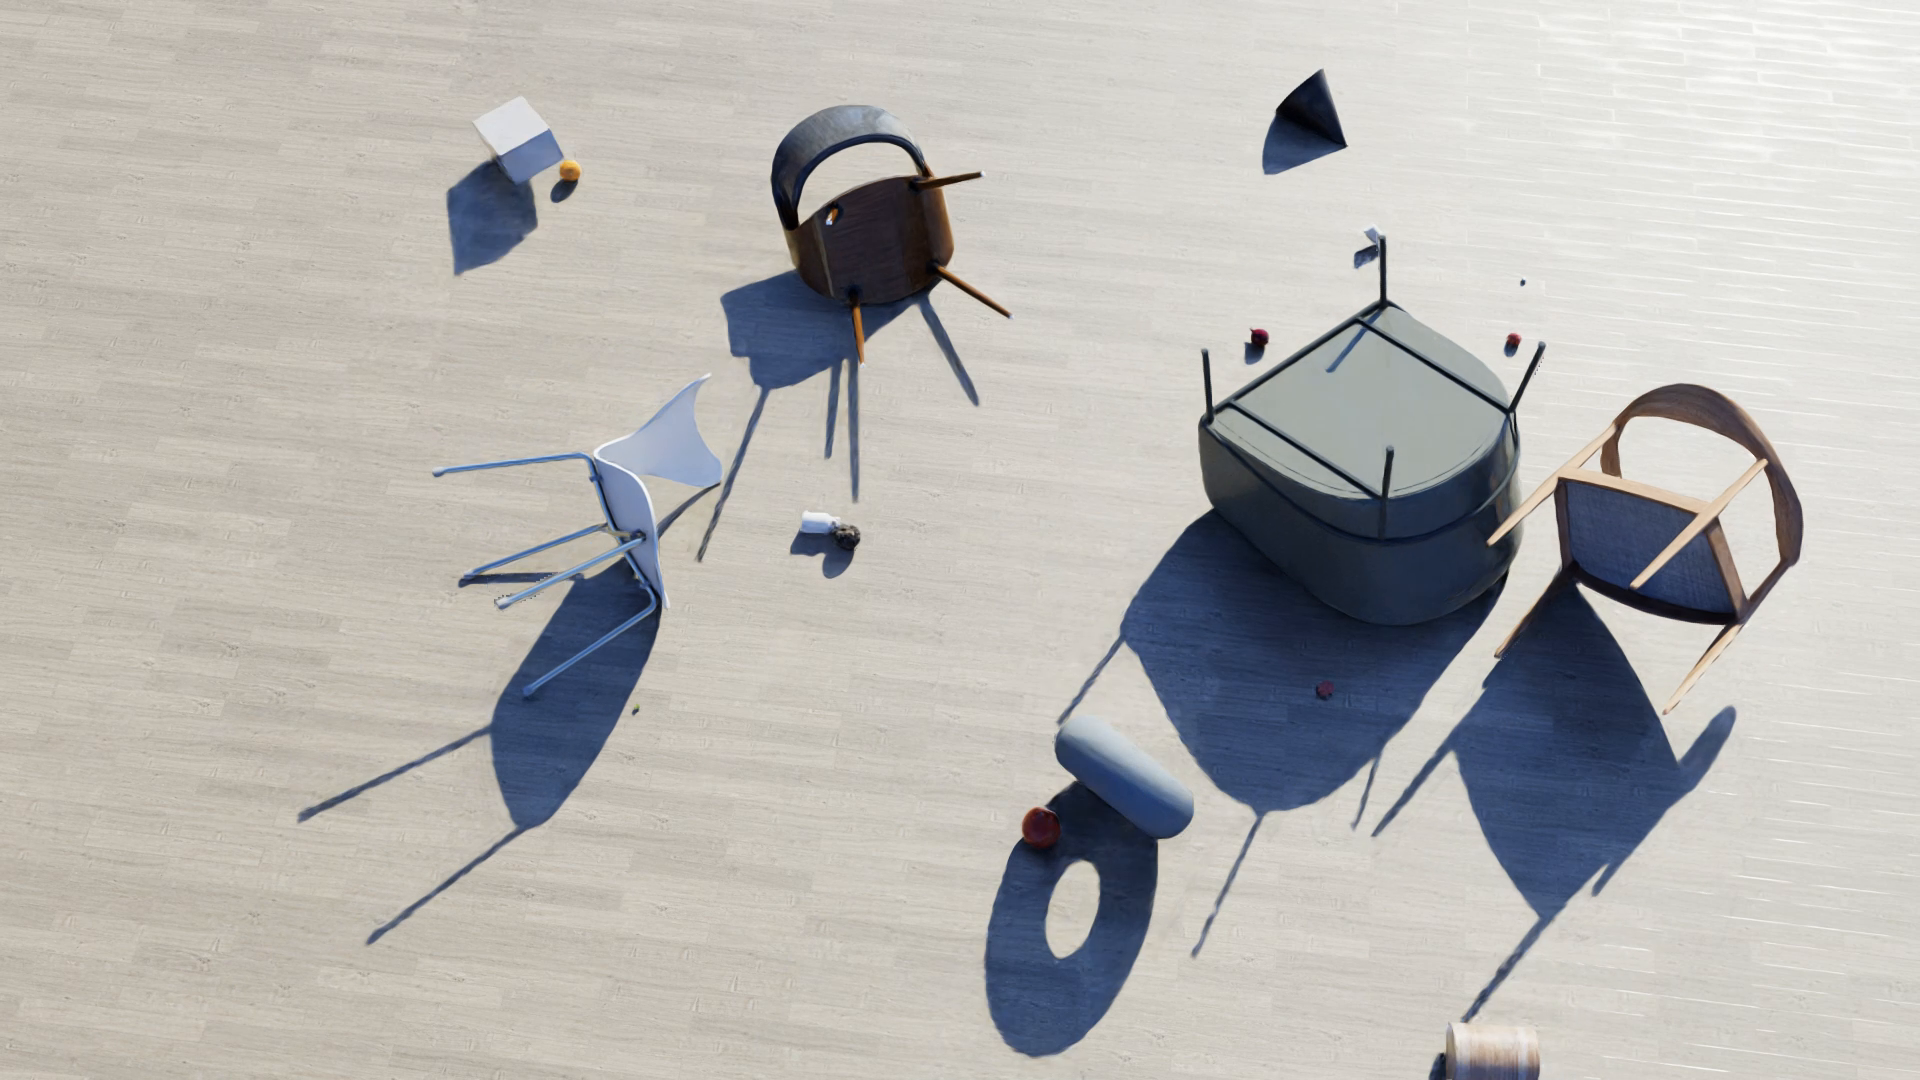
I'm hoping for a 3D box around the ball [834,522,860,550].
[{"bbox_3d":[-0.335,-0.012,6.534,0.079,0.079,0.079,0,56,0],"label":"ball"}]

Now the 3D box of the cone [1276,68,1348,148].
[{"bbox_3d":[1.236,-1.433,7.477,0.258,0.223,0.165,51,39,4],"label":"cone"}]

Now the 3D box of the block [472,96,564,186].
[{"bbox_3d":[-1.468,-1.329,7.306,0.187,0.123,0.286,-32,44,-10],"label":"block"}]

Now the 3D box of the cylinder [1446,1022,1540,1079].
[{"bbox_3d":[1.357,1.321,5.610,0.211,0.129,0.168,3,57,2],"label":"cylinder"}]

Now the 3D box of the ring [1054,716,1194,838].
[{"bbox_3d":[0.441,0.635,5.905,0.165,0.405,0.484,-52,23,-3],"label":"ring"}]
